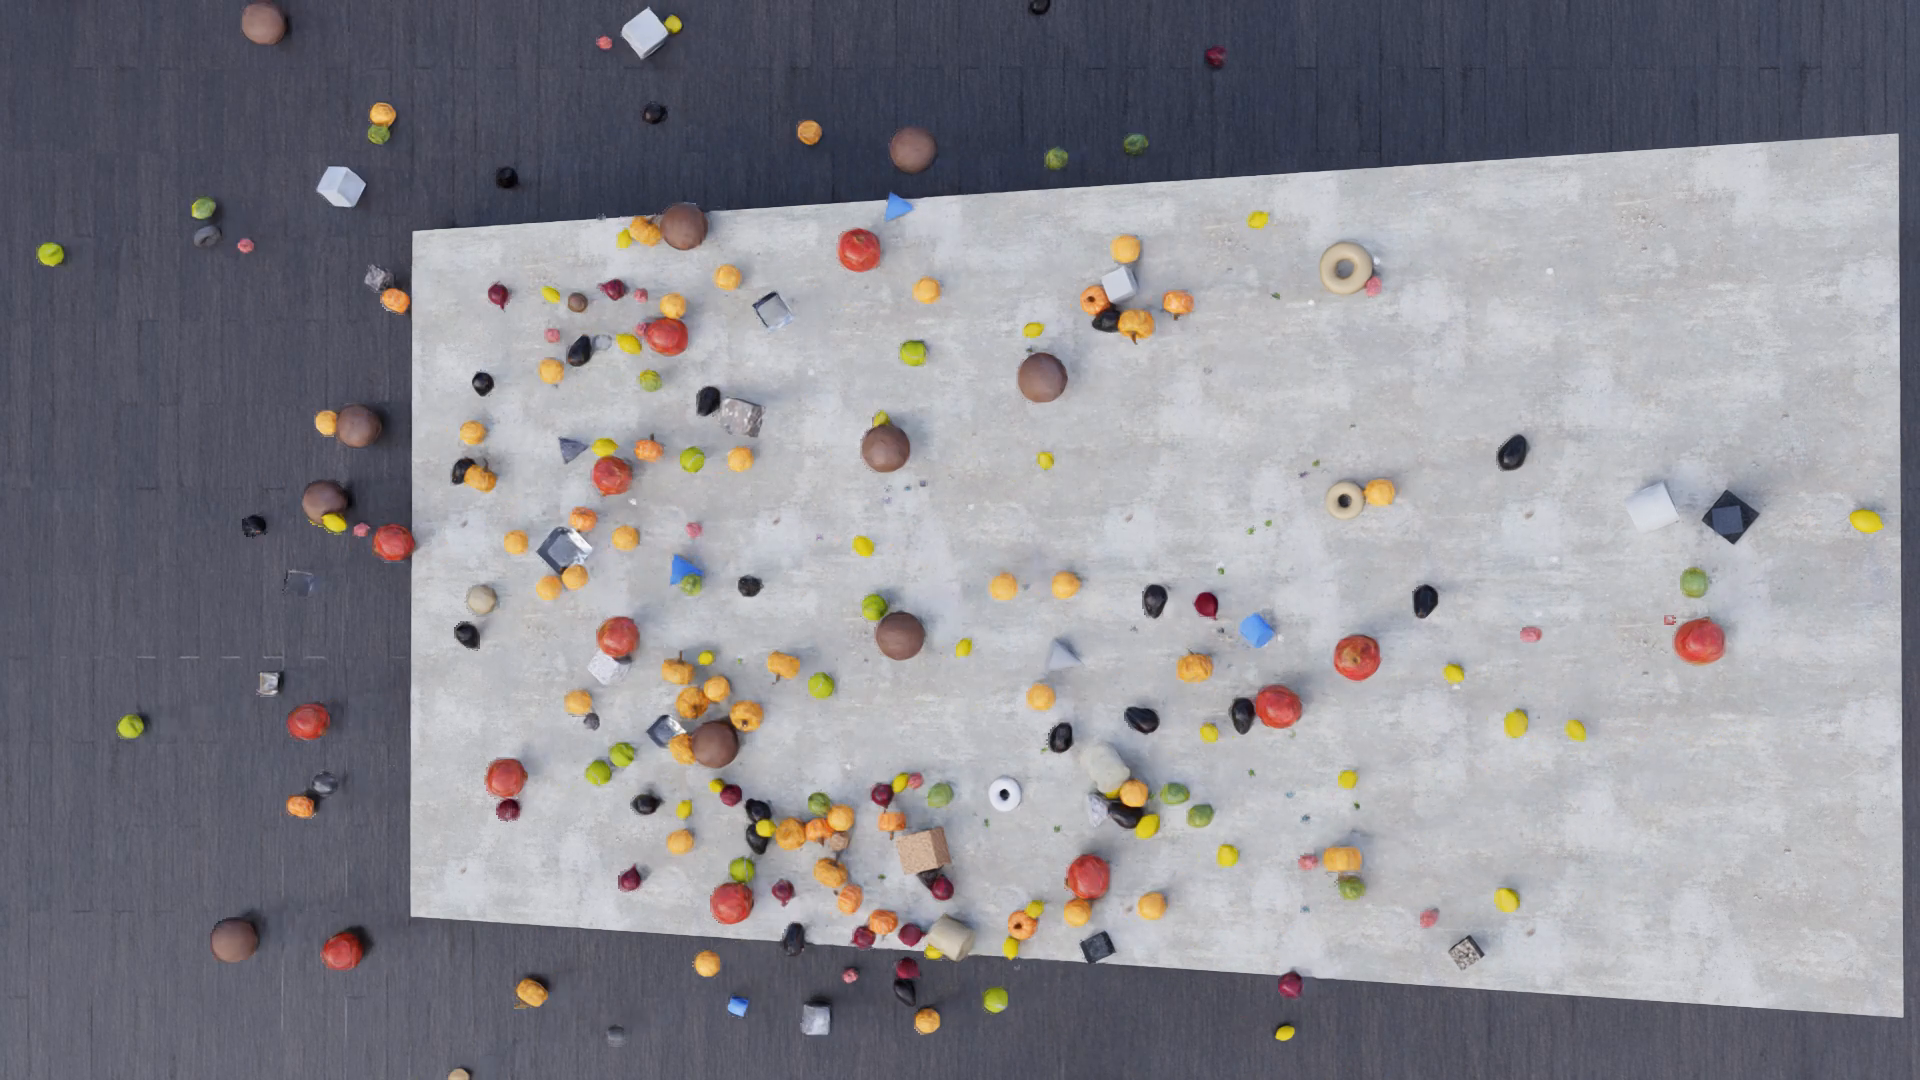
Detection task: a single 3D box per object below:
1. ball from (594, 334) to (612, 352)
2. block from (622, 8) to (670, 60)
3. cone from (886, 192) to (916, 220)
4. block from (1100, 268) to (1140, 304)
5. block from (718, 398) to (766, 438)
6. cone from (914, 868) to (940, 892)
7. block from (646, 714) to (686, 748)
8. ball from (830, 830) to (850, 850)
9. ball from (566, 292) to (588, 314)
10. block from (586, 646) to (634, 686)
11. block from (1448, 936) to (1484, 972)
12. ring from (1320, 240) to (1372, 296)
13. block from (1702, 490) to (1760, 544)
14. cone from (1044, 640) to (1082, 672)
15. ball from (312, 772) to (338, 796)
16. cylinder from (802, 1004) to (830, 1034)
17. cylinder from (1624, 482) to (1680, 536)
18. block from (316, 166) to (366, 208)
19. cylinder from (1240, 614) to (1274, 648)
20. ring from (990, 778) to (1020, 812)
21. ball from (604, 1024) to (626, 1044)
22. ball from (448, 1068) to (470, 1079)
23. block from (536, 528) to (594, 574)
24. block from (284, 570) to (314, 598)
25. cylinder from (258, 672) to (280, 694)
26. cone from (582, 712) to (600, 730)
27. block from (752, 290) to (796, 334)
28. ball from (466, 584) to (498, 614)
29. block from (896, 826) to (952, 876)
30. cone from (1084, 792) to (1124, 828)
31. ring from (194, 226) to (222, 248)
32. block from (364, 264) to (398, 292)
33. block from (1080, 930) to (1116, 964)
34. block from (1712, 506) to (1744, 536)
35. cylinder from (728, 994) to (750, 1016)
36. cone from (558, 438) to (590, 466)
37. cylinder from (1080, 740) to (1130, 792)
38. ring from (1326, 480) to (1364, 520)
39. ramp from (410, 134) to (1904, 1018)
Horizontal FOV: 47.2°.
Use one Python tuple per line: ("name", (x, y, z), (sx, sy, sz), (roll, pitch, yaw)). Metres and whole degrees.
("ball", (-1.000, -0.554, 6.169), (0.050, 0.050, 0.050), (0, 89, 0))
("block", (-0.924, -1.488, 6.462), (0.095, 0.095, 0.095), (-40, 96, -9))
("cone", (-0.153, -0.886, 5.853), (0.078, 0.078, 0.078), (7, 89, -5))
("block", (0.409, -0.650, 5.616), (0.066, 0.066, 0.066), (-23, 81, 19))
("block", (-0.595, -0.334, 5.991), (0.084, 0.084, 0.084), (19, 96, 20))
("cone", (-0.074, 0.882, 5.803), (0.065, 0.065, 0.065), (-41, 89, -16))
("block", (-0.813, 0.529, 6.075), (0.064, 0.064, 0.064), (-46, 74, 15))
("ball", (-0.322, 0.805, 5.887), (0.054, 0.054, 0.054), (0, 89, 0))
("ball", (-1.078, -0.668, 6.196), (0.058, 0.058, 0.058), (0, 89, 0))
("block", (-0.977, 0.352, 6.134), (0.076, 0.076, 0.076), (39, 103, 17))
("block", (1.217, 0.994, 5.287), (0.057, 0.057, 0.057), (-39, 76, 16))
("ring", (0.951, -0.670, 5.419), (0.134, 0.045, 0.134), (0, 89, 23))
("block", (1.776, -0.052, 5.066), (0.090, 0.090, 0.090), (40, 103, 17))
("cone", (0.276, 0.309, 5.669), (0.092, 0.092, 0.092), (15, 89, -6))
("ball", (-1.868, 0.717, 6.469), (0.073, 0.073, 0.073), (0, 89, 0))
("cylinder", (-0.421, 1.406, 6.456), (0.078, 0.078, 0.078), (4, 88, 0))
("cylinder", (1.613, -0.073, 5.126), (0.097, 0.097, 0.097), (-26, 89, 19))
("block", (-1.814, -1.036, 6.448), (0.083, 0.083, 0.083), (10, 68, 31))
("cylinder", (0.738, 0.226, 5.472), (0.062, 0.062, 0.062), (-40, 59, 0))
("ring", (0.117, 0.662, 5.732), (0.089, 0.030, 0.089), (0, 91, 22))
("ball", (-1.015, 1.453, 6.466), (0.060, 0.060, 0.060), (0, 89, 0))
("ball", (-1.473, 1.584, 6.465), (0.059, 0.059, 0.059), (0, 89, 0))
("block", (-1.111, 0.030, 6.182), (0.092, 0.092, 0.092), (43, 104, 16))
("block", (-1.945, 0.128, 6.473), (0.067, 0.067, 0.067), (11, 90, -12))
("cylinder", (-2.034, 0.422, 6.473), (0.053, 0.053, 0.053), (-2, 68, 0))
("cone", (-1.046, 0.512, 6.172), (0.051, 0.051, 0.051), (0, 89, 21))
("block", (-0.501, -0.616, 5.928), (0.076, 0.076, 0.076), (-33, 83, 4))
("ball", (-1.366, 0.170, 6.283), (0.085, 0.085, 0.085), (0, 89, 0))
("block", (-0.096, 0.816, 5.775), (0.099, 0.099, 0.099), (-16, 84, 20))
("cone", (0.377, 0.682, 5.624), (0.096, 0.096, 0.096), (-12, 89, -6))
("ring", (-2.219, -0.895, 6.483), (0.087, 0.087, 0.029), (-34, 77, 0))
("block", (-1.696, -0.766, 6.444), (0.058, 0.058, 0.058), (32, 103, 22))
("block", (0.351, 1.041, 5.620), (0.060, 0.060, 0.060), (-27, 80, 19))
("block", (1.745, -0.044, 4.997), (0.061, 0.061, 0.061), (-9, 86, 21))
("cylinder", (-0.650, 1.364, 6.443), (0.051, 0.051, 0.051), (19, 89, 1))
("cone", (-1.082, -0.258, 6.204), (0.082, 0.082, 0.082), (-12, 89, -6))
("cylinder", (0.367, 0.576, 5.585), (0.093, 0.093, 0.093), (-34, 51, 0))
("ring", (0.949, -0.097, 5.418), (0.099, 0.033, 0.099), (0, 91, 22))
("ramp", (0.282, 0.088, 5.745), (4.000, 0.100, 2.000), (0, 89, 21))
